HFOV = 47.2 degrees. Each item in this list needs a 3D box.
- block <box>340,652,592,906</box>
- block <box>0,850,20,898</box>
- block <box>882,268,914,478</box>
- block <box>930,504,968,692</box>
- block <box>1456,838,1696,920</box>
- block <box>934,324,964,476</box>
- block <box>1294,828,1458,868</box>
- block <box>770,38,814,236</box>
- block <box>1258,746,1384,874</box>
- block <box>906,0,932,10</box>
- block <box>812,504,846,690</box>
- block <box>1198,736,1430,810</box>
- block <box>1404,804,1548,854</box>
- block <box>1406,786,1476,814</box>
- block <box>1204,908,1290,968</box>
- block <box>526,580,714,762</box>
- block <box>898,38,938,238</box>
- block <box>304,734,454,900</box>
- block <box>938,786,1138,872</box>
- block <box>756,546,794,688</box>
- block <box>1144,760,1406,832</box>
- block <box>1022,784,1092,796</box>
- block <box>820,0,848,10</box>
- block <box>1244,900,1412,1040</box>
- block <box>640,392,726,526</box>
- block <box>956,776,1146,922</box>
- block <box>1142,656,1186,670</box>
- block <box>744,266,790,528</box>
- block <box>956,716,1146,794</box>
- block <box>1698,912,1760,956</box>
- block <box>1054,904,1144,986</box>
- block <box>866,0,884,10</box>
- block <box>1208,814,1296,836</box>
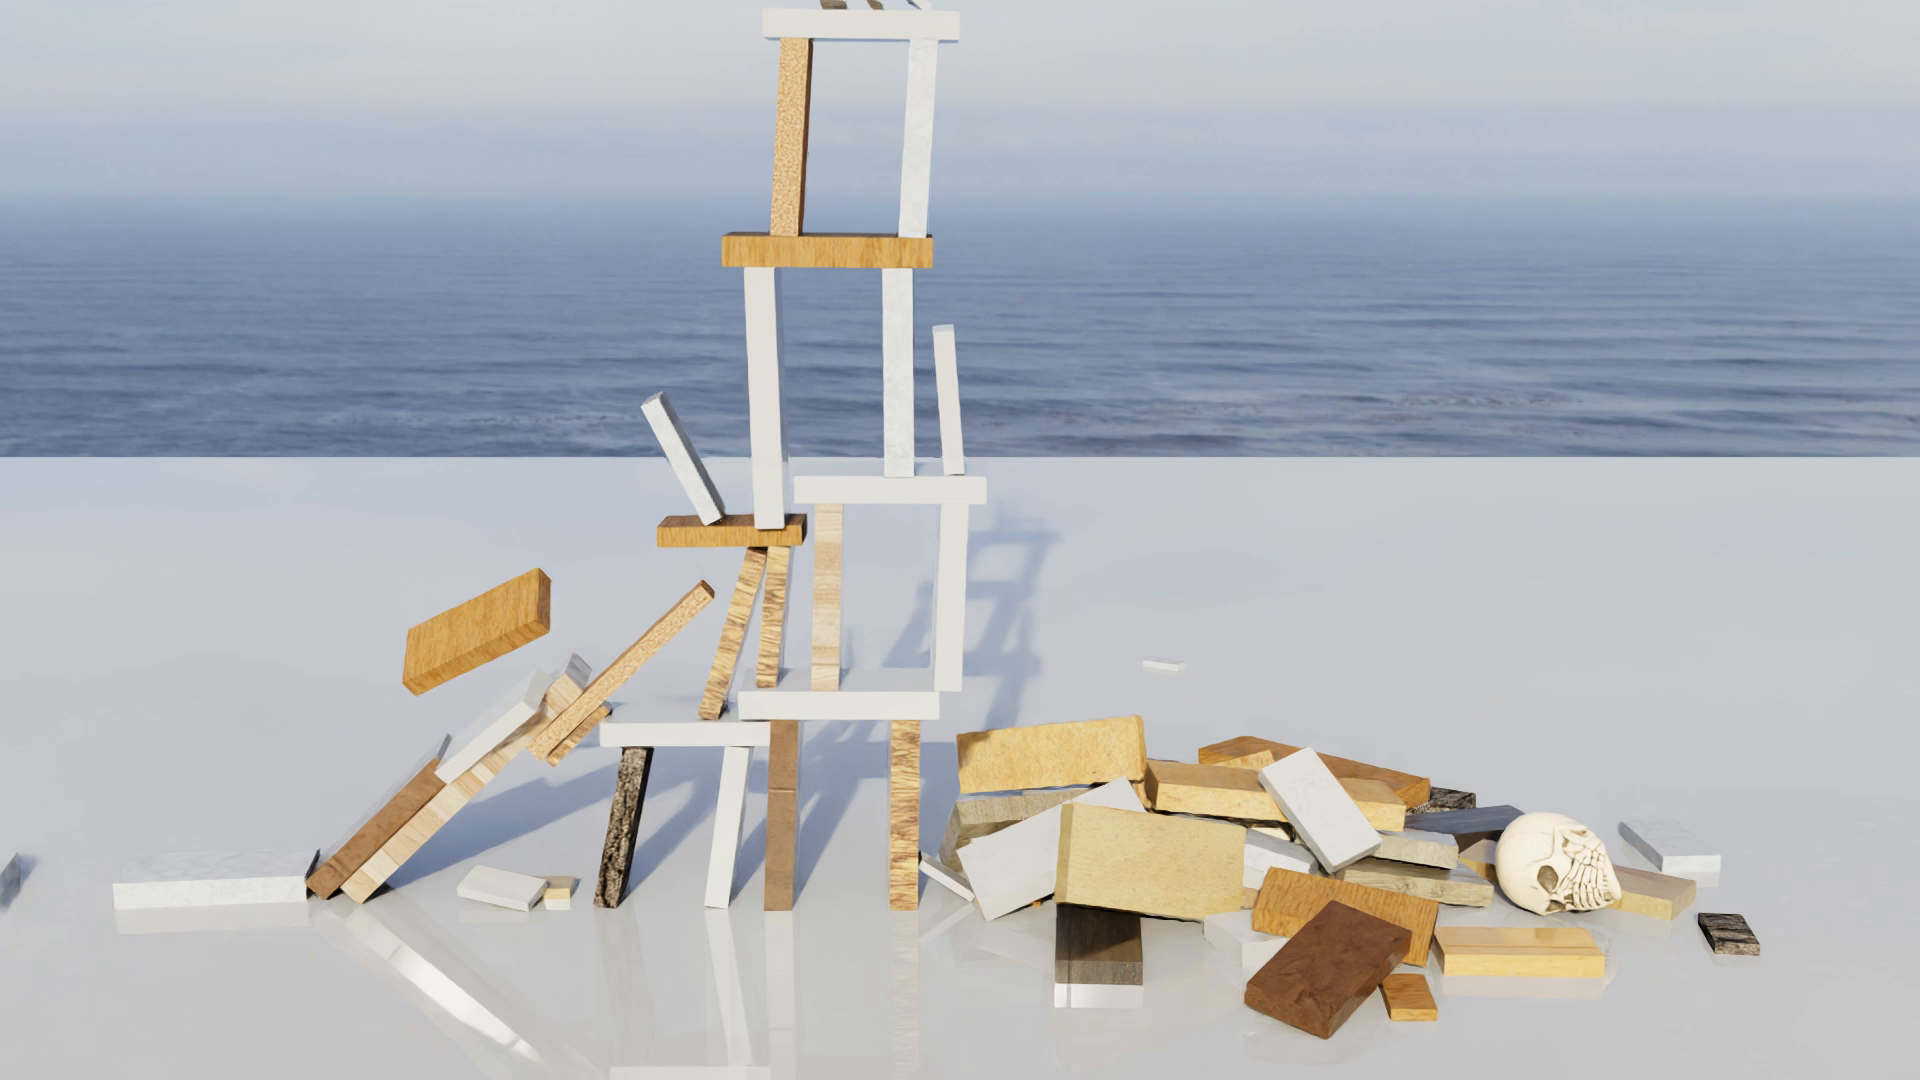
[{"bbox_3d":[-0.820,0.394,3.666,0.517,0.043,0.153,-43,10,4],"label":"block"},{"bbox_3d":[-1.657,0.577,3.638,0.131,0.037,0.263,-2,11,-10],"label":"block"},{"bbox_3d":[-0.097,-0.274,3.507,0.046,0.326,0.163,0,11,-1],"label":"block"},{"bbox_3d":[-0.018,0.079,3.575,0.043,0.304,0.152,2,11,-4],"label":"block"},{"bbox_3d":[1.030,0.568,3.695,0.373,0.034,0.119,8,13,36],"label":"block"},{"bbox_3d":[-0.018,-0.226,3.514,0.032,0.227,0.113,-4,11,0],"label":"block"},{"bbox_3d":[0.694,0.501,3.680,0.262,0.037,0.131,8,2,9],"label":"block"},{"bbox_3d":[-0.263,-0.629,3.439,0.042,0.298,0.149,4,10,-2],"label":"block"},{"bbox_3d":[0.588,0.440,3.593,0.102,0.029,0.203,-22,58,-23],"label":"block"},{"bbox_3d":[-0.094,-0.857,3.404,0.114,0.016,0.057,36,4,-12],"label":"block"},{"bbox_3d":[-0.213,0.078,3.573,0.043,0.304,0.152,2,11,-1],"label":"block"},{"bbox_3d":[0.664,0.444,4.157,0.418,0.044,0.154,10,13,42],"label":"block"},{"bbox_3d":[0.907,0.521,3.943,0.251,0.036,0.126,-3,11,-17],"label":"block"},{"bbox_3d":[0.776,0.479,4.190,0.392,0.029,0.102,7,12,32],"label":"block"},{"bbox_3d":[0.532,0.612,3.446,0.266,0.038,0.133,-4,11,-20],"label":"block"},{"bbox_3d":[-0.555,0.211,3.610,0.385,0.030,0.107,-43,7,0],"label":"block"},{"bbox_3d":[-0.066,-0.627,3.442,0.042,0.298,0.149,3,10,-2],"label":"block"},{"bbox_3d":[-0.962,0.462,3.693,0.305,0.043,0.153,-44,11,2],"label":"block"},{"bbox_3d":[0.135,0.496,3.766,0.319,0.160,0.045,-3,52,-17],"label":"block"},{"bbox_3d":[-0.300,0.113,3.579,0.033,0.230,0.115,6,11,0],"label":"block"},{"bbox_3d":[0.526,0.430,3.704,0.413,0.045,0.160,5,8,-3],"label":"block"},{"bbox_3d":[0.181,0.483,4.119,0.126,0.036,0.254,-4,10,6],"label":"block"},{"bbox_3d":[-0.228,-0.952,3.386,0.037,0.271,0.131,-15,10,1],"label":"block"},{"bbox_3d":[0.538,0.622,3.202,0.133,0.038,0.266,19,29,31],"label":"block"},{"bbox_3d":[-0.443,-0.132,3.533,0.030,0.214,0.107,-27,10,3],"label":"block"},{"bbox_3d":[0.160,0.504,3.603,0.308,0.044,0.154,-23,28,-3],"label":"block"},{"bbox_3d":[0.487,0.294,5.228,0.093,0.013,0.046,7,13,33],"label":"block"},{"bbox_3d":[-0.307,-0.235,3.514,0.046,0.410,0.163,-2,10,0],"label":"block"},{"bbox_3d":[0.168,0.402,4.095,0.368,0.113,0.032,-8,-9,25],"label":"block"},{"bbox_3d":[1.209,0.619,3.459,0.067,0.019,0.133,1,11,7],"label":"block"},{"bbox_3d":[0.214,0.621,3.403,0.131,0.037,0.262,1,11,3],"label":"block"},{"bbox_3d":[-0.158,-0.869,3.406,0.016,0.114,0.057,-34,9,5],"label":"block"},{"bbox_3d":[0.562,0.507,4.024,0.238,0.034,0.119,1,11,6],"label":"block"}]
